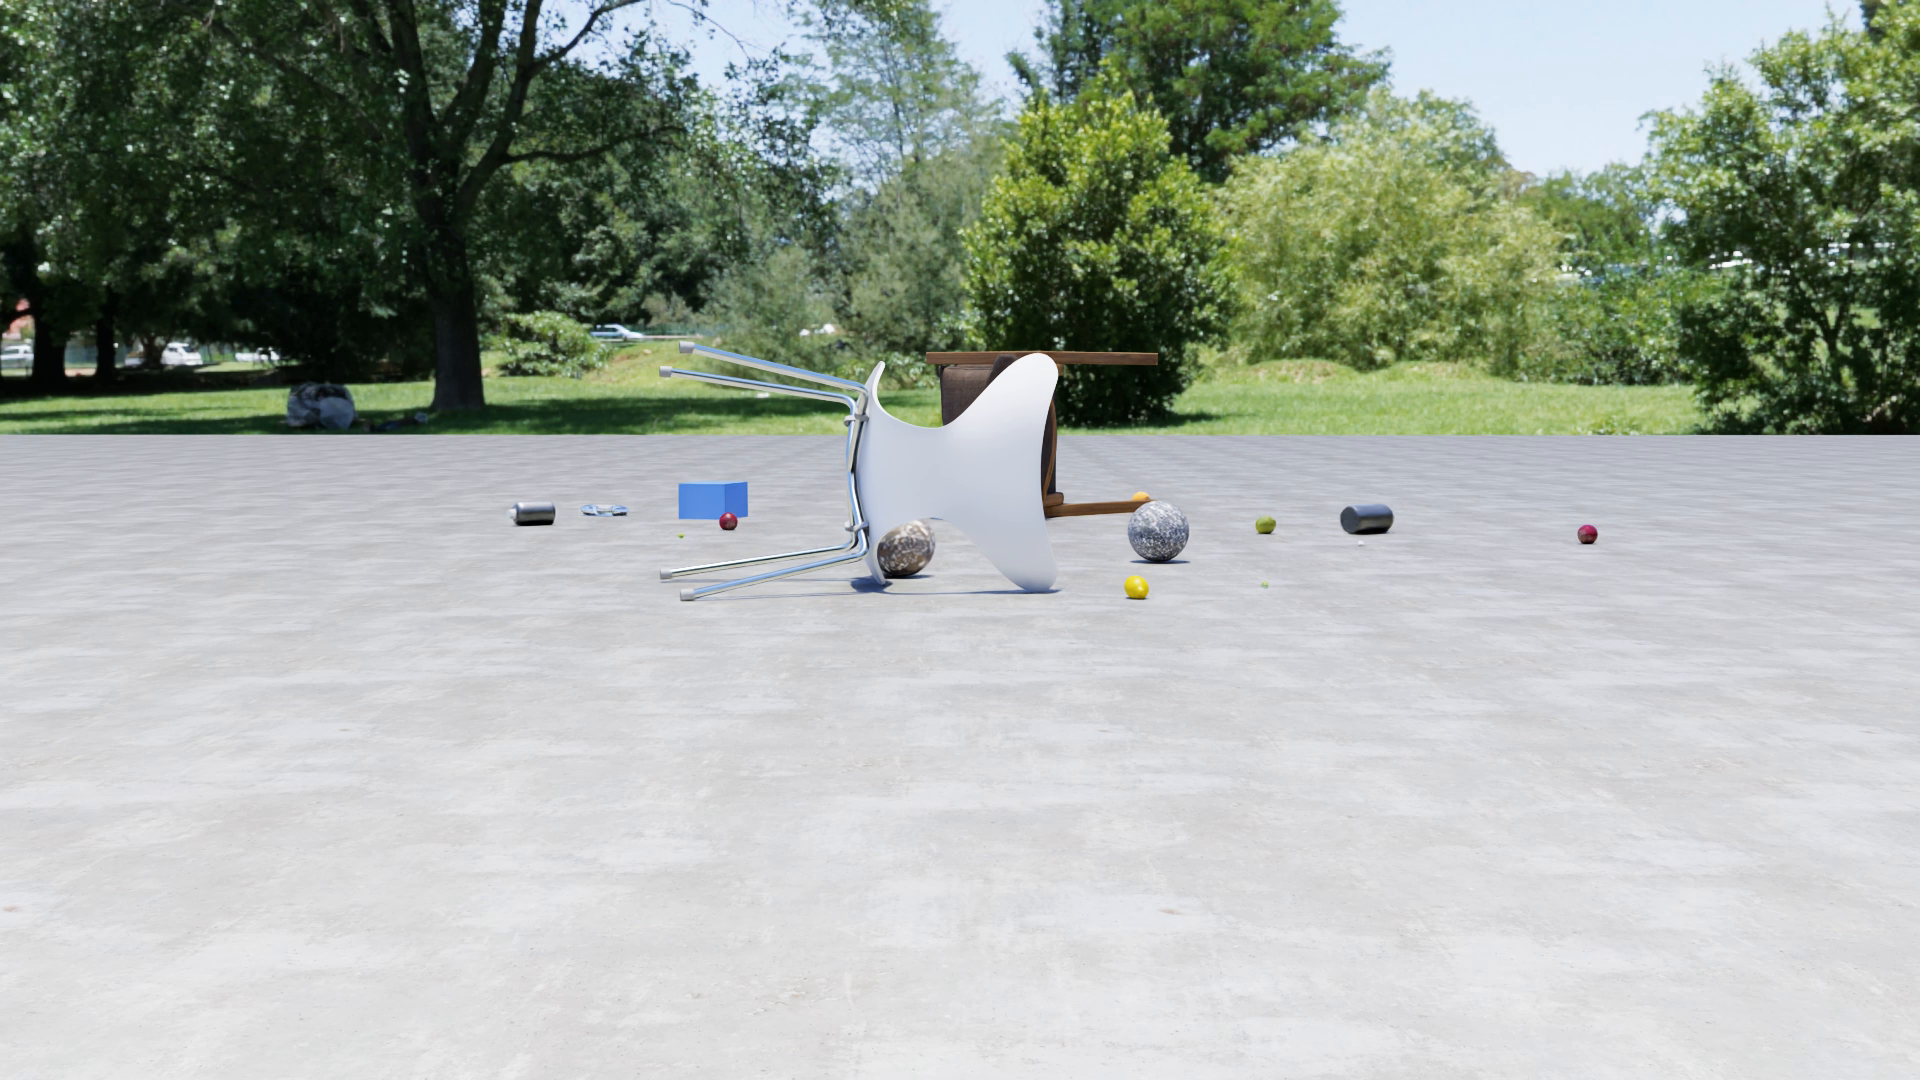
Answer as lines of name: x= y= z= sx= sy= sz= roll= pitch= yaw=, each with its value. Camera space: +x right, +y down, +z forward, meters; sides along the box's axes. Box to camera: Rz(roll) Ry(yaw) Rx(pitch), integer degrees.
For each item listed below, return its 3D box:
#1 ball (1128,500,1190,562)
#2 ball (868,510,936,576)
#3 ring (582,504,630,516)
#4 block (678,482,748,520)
ball: x=0.515 y=-0.023 z=5.710 sx=0.160 sy=0.160 sz=0.160 roll=0 pitch=4 yaw=0
ball: x=-0.139 y=0.008 z=5.264 sx=0.160 sy=0.160 sz=0.160 roll=0 pitch=4 yaw=0
ring: x=-1.263 y=-0.106 z=7.821 sx=0.178 sy=0.037 sz=0.137 roll=2 pitch=4 yaw=16
block: x=-0.860 y=-0.139 z=7.674 sx=0.173 sy=0.123 sz=0.205 roll=1 pitch=4 yaw=17
